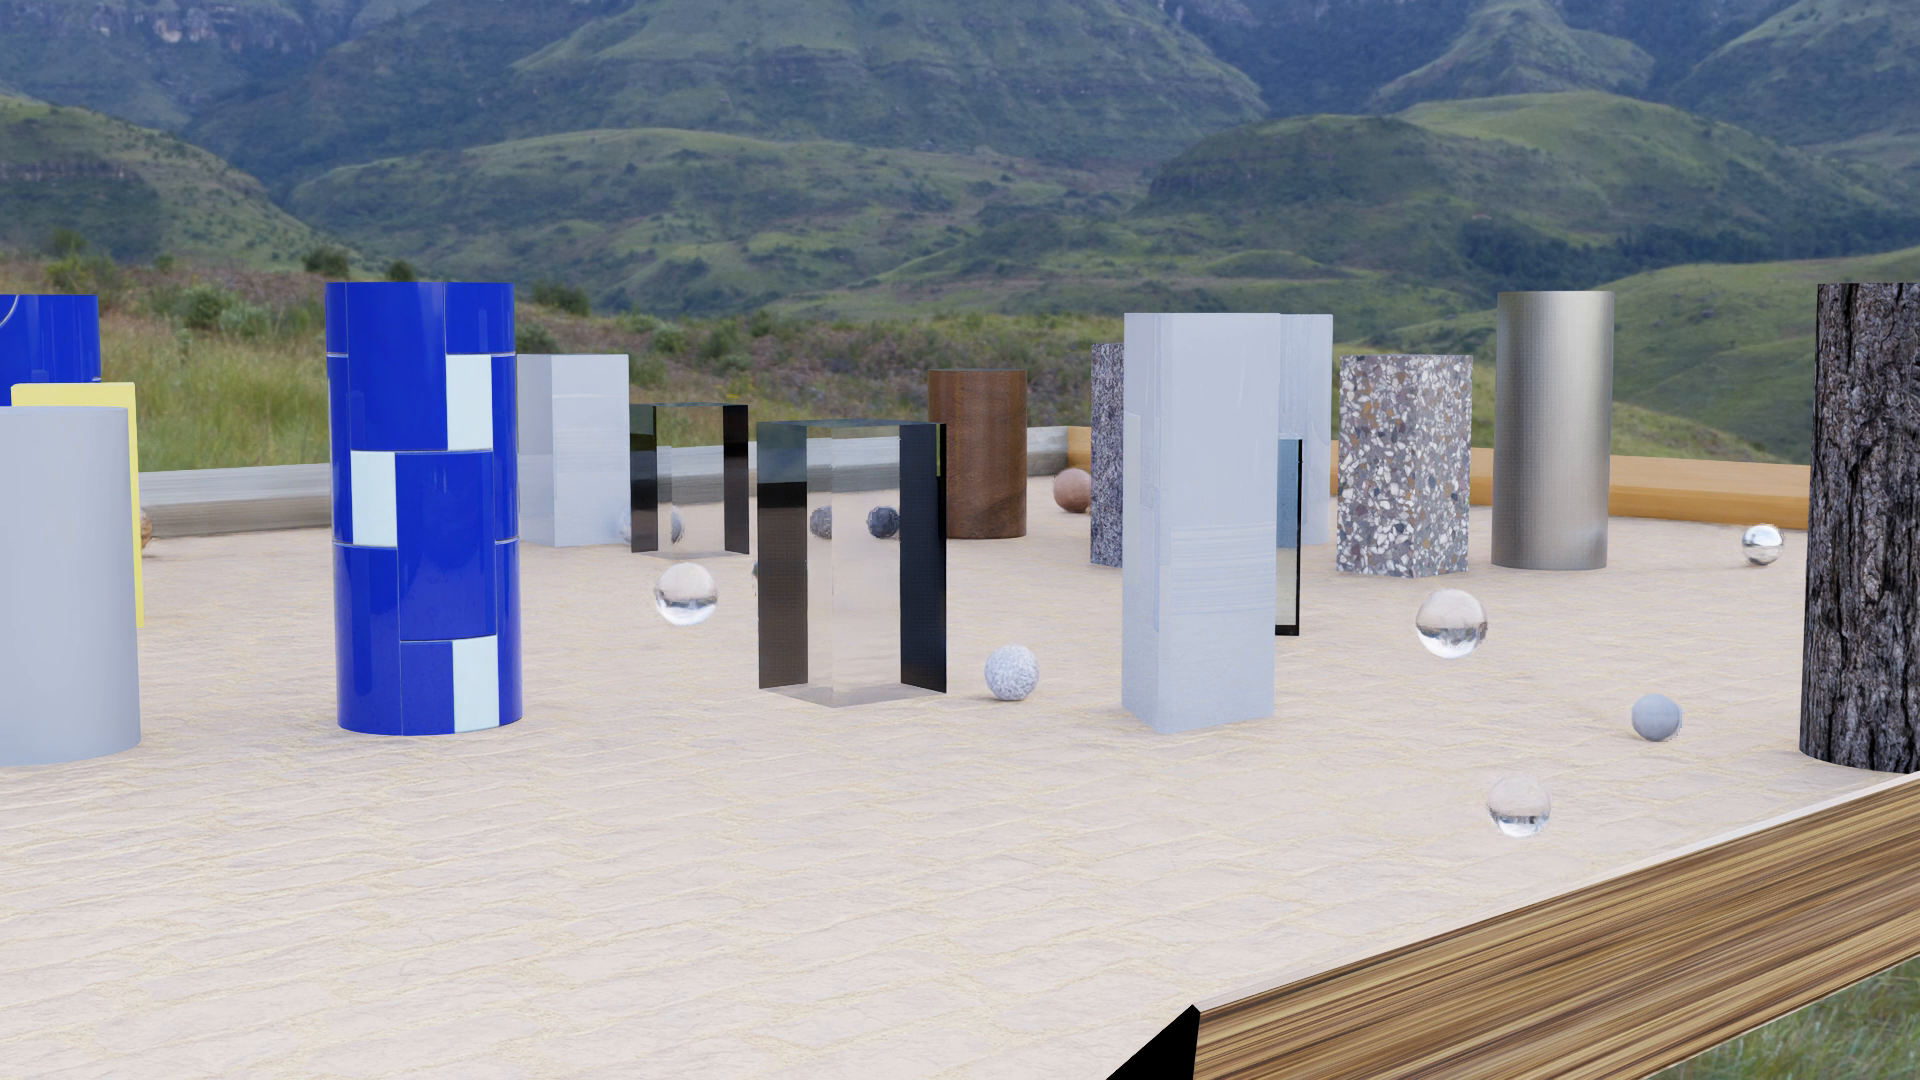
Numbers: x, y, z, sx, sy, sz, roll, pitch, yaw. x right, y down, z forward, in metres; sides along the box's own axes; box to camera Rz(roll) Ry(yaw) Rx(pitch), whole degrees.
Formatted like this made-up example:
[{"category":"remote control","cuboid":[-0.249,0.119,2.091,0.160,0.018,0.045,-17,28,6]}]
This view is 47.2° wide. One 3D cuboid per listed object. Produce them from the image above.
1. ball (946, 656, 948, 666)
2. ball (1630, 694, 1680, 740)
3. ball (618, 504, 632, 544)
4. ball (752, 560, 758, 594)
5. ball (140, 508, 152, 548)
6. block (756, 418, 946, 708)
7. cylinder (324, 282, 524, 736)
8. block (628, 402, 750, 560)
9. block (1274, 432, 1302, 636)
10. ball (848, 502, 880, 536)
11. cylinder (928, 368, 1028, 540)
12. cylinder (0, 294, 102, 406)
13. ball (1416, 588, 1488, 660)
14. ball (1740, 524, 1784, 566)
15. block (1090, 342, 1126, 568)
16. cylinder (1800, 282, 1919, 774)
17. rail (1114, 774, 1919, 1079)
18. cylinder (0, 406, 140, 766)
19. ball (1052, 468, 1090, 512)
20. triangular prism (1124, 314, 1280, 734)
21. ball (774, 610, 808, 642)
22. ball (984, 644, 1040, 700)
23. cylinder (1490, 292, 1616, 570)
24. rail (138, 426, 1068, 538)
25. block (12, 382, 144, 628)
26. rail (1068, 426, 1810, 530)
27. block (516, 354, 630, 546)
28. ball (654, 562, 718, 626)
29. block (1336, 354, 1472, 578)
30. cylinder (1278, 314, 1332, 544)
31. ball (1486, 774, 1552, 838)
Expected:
[{"category":"ball","cuboid":[-0.040,0.146,2.646,0.050,0.050,0.050,0,6,0]},{"category":"ball","cuboid":[0.722,0.184,2.283,0.050,0.050,0.050,0,6,0]},{"category":"ball","cuboid":[-0.604,-0.030,4.161,0.086,0.086,0.086,0,6,0]},{"category":"ball","cuboid":[-0.275,0.056,3.341,0.084,0.084,0.084,0,6,0]},{"category":"ball","cuboid":[-1.518,-0.019,3.986,0.099,0.099,0.099,0,6,0]},{"category":"block","cuboid":[-0.127,0.021,2.565,0.159,0.315,0.159,-4,7,-37]},{"category":"cylinder","cuboid":[-0.580,-0.040,2.385,0.198,0.474,0.198,0,6,0]},{"category":"block","cuboid":[-0.496,-0.111,4.027,0.159,0.274,0.159,-4,7,-36]},{"category":"block","cuboid":[0.395,-0.012,3.093,0.159,0.270,0.159,1,6,6]},{"category":"ball","cuboid":[-0.190,-0.041,4.360,0.066,0.066,0.066,0,6,0]},{"category":"cylinder","cuboid":[0.034,-0.174,4.373,0.198,0.328,0.198,0,6,0]},{"category":"cylinder","cuboid":[-1.465,-0.153,3.490,0.198,0.469,0.198,0,6,0]},{"category":"ball","cuboid":[0.630,0.107,2.818,0.091,0.091,0.091,0,6,0]},{"category":"ball","cuboid":[1.406,0.009,3.855,0.071,0.071,0.071,0,6,0]},{"category":"block","cuboid":[0.339,-0.149,3.849,0.159,0.387,0.159,-3,7,-30]},{"category":"cylinder","cuboid":[0.950,-0.018,2.188,0.198,0.471,0.198,0,6,0]},{"category":"rail","cuboid":[1.199,0.168,2.039,4.109,0.129,0.045,-5,8,-42]},{"category":"cylinder","cuboid":[-0.944,0.040,2.235,0.198,0.345,0.198,0,6,0]},{"category":"ball","cuboid":[0.253,-0.110,4.875,0.096,0.096,0.096,0,6,0]},{"category":"triangular prism","cuboid":[0.233,-0.027,2.412,0.172,0.442,0.149,-5,8,-40]},{"category":"ball","cuboid":[-0.228,0.116,2.955,0.045,0.045,0.045,0,6,0]},{"category":"ball","cuboid":[0.060,0.151,2.519,0.065,0.065,0.065,0,6,0]},{"category":"cylinder","cuboid":[1.037,-0.195,3.850,0.198,0.477,0.198,0,6,0]},{"category":"rail","cuboid":[-1.199,-0.101,4.625,4.109,0.129,0.045,-5,8,-42]},{"category":"block","cuboid":[-1.253,-0.051,3.129,0.159,0.340,0.159,-2,6,-21]},{"category":"rail","cuboid":[1.492,-0.109,4.701,0.045,0.129,3.585,-5,8,-42]},{"category":"block","cuboid":[-0.746,-0.178,4.248,0.159,0.361,0.159,-4,7,-35]},{"category":"ball","cuboid":[-0.387,0.077,3.110,0.091,0.091,0.091,0,6,0]},{"category":"block","cuboid":[0.759,-0.131,3.759,0.159,0.369,0.159,-6,8,-43]},{"category":"cylinder","cuboid":[0.619,-0.218,4.264,0.198,0.437,0.198,0,6,0]},{"category":"ball","cuboid":[0.473,0.226,1.863,0.053,0.053,0.053,0,6,0]}]
